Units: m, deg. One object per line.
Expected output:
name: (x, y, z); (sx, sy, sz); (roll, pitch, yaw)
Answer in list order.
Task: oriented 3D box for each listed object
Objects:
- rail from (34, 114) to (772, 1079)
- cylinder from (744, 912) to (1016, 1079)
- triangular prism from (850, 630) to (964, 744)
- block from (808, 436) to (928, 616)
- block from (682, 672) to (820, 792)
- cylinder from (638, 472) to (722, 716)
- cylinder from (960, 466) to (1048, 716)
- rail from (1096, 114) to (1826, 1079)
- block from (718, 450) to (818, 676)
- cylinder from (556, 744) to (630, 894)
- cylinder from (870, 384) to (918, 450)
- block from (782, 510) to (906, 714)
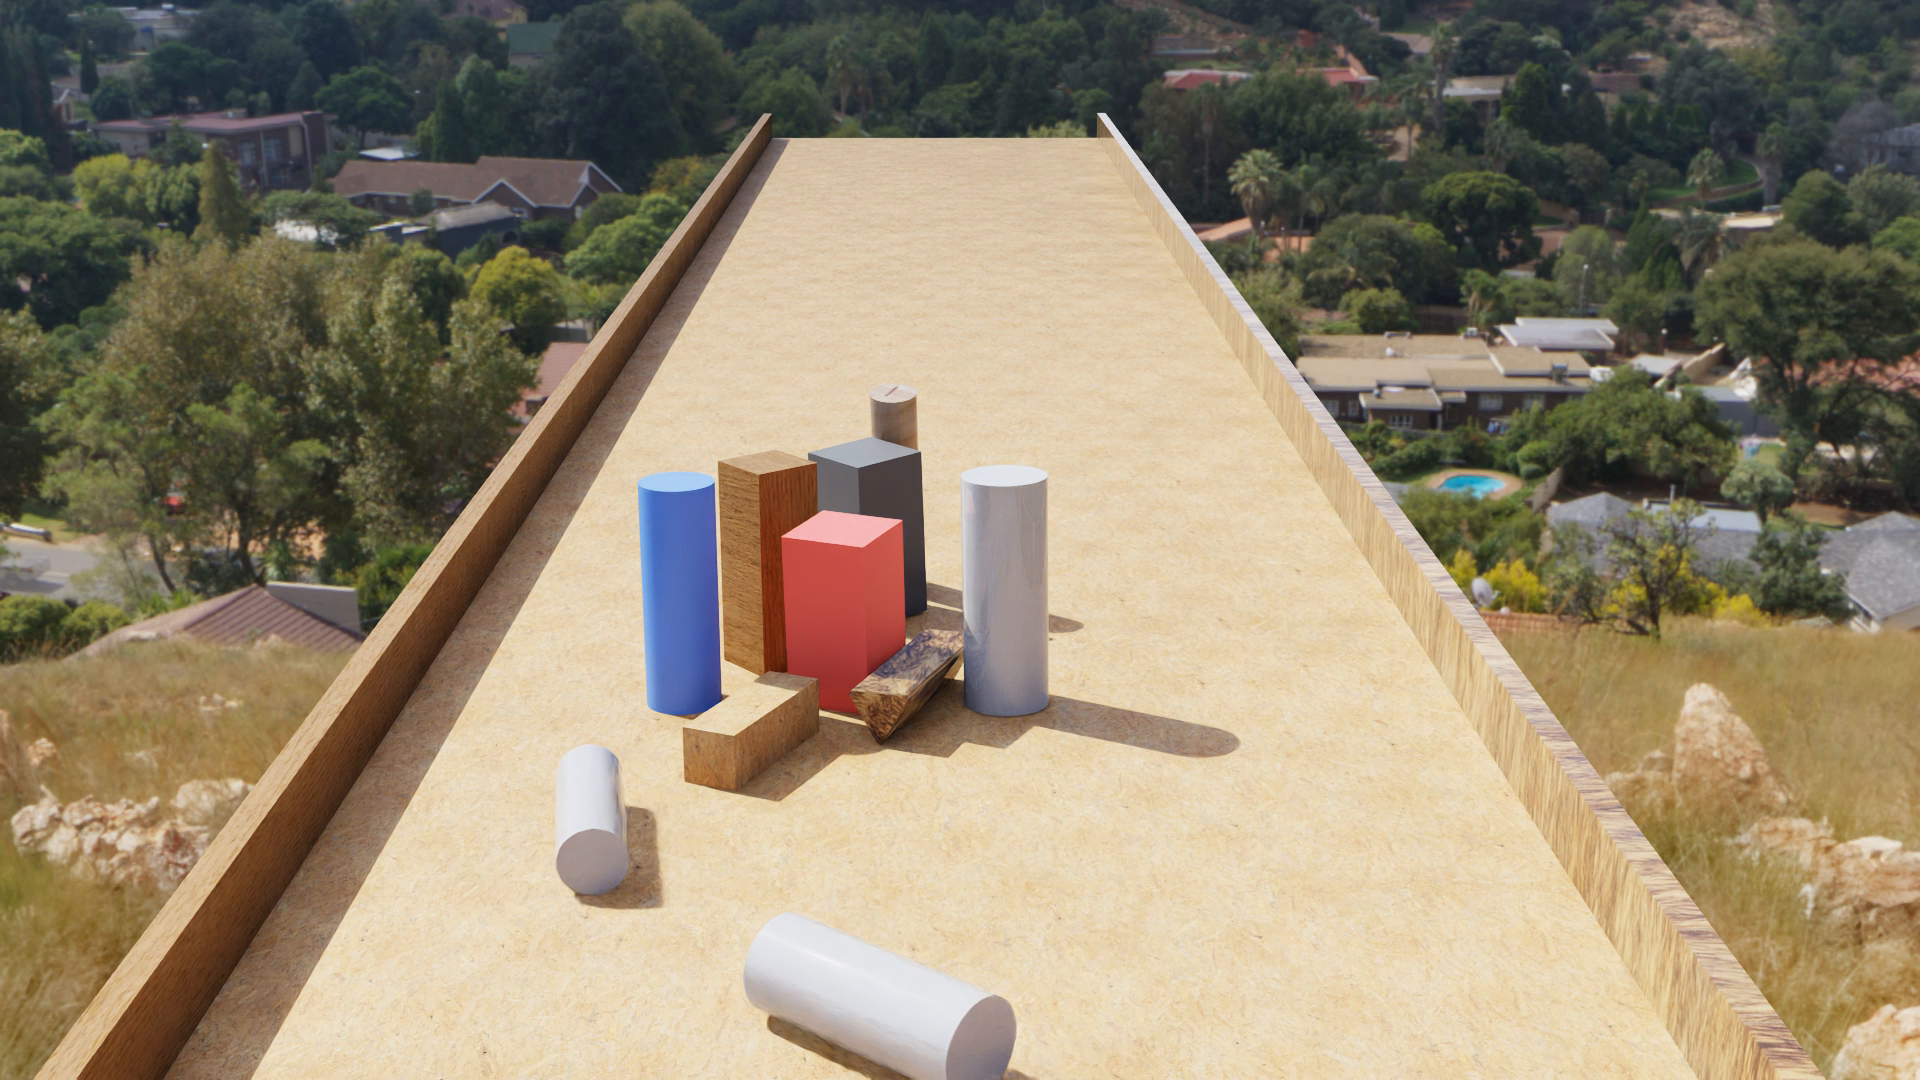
rail: (-1.118, -0.838, 7.780); (0.050, 0.150, 12.000); (0, 17, -1)
cylinder: (-0.110, 0.614, 2.914); (0.364, 0.141, 0.141); (14, 21, 39)
triangular prism: (-0.069, 0.253, 4.121); (0.097, 0.111, 0.371); (-28, 4, 26)
block: (-0.195, -0.017, 4.655); (0.169, 0.352, 0.169); (-17, 23, -38)
block: (-0.368, 0.336, 3.916); (0.102, 0.102, 0.309); (7, 18, 23)
cylinder: (-0.525, 0.100, 4.129); (0.142, 0.434, 0.142); (0, 17, 0)
cylinder: (0.085, 0.094, 4.127); (0.162, 0.444, 0.162); (-1, 16, 0)
rail: (0.932, -0.844, 7.801); (0.050, 0.150, 12.000); (0, 17, -1)
block: (-0.376, 0.045, 4.350); (0.138, 0.413, 0.138); (-14, 21, -38)
cylinder: (-0.593, 0.445, 3.537); (0.111, 0.111, 0.350); (-3, 17, -10)
cylinder: (-0.139, -0.112, 4.792); (0.101, 0.452, 0.101); (-1, 27, 0)
block: (-0.217, 0.136, 4.170); (0.168, 0.334, 0.168); (7, 21, 23)
